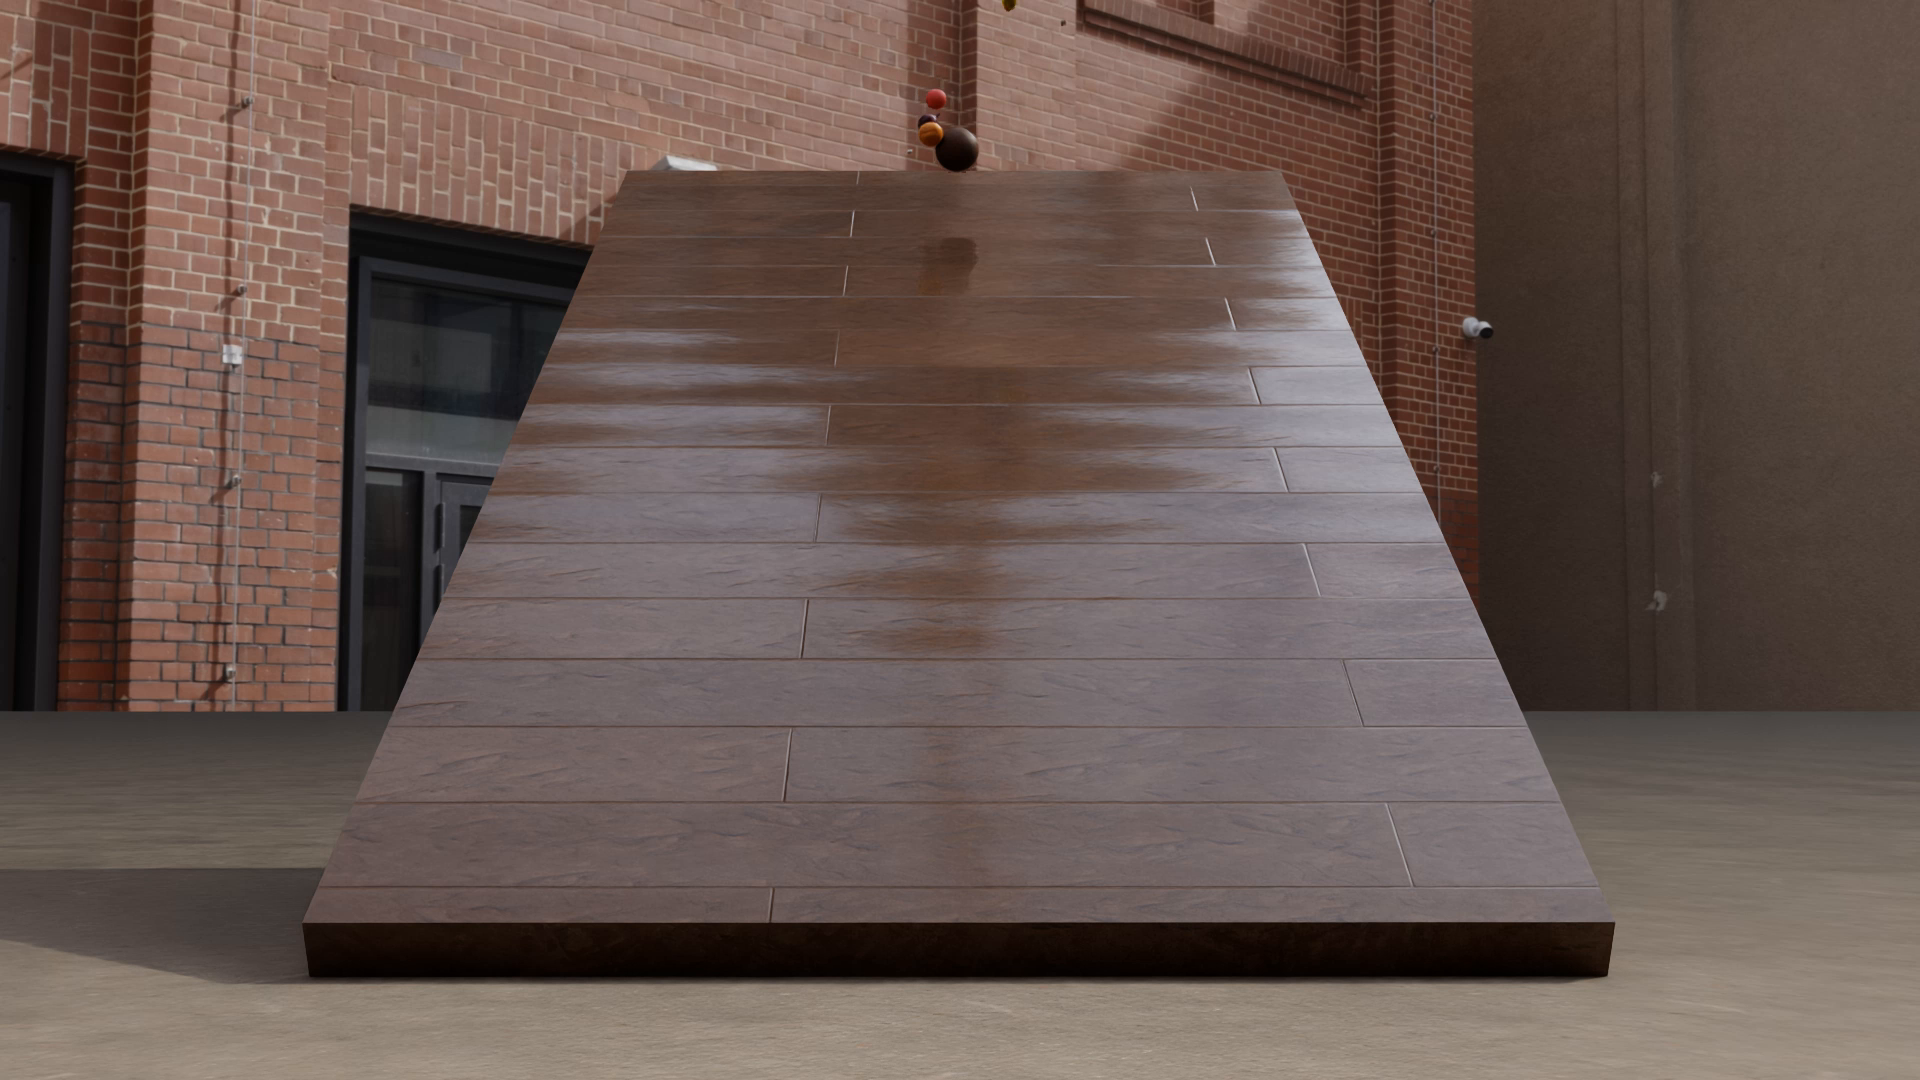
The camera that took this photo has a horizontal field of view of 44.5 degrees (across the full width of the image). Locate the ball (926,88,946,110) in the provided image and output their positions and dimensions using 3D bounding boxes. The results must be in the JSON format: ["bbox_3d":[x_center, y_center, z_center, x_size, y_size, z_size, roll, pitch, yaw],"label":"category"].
[{"bbox_3d":[-0.070,-1.300,6.923,0.060,0.060,0.060,0,-4,0],"label":"ball"}]

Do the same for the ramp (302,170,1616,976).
[{"bbox_3d":[-0.009,-0.229,5.401,2.000,0.100,4.000,0,25,0],"label":"ramp"}]
